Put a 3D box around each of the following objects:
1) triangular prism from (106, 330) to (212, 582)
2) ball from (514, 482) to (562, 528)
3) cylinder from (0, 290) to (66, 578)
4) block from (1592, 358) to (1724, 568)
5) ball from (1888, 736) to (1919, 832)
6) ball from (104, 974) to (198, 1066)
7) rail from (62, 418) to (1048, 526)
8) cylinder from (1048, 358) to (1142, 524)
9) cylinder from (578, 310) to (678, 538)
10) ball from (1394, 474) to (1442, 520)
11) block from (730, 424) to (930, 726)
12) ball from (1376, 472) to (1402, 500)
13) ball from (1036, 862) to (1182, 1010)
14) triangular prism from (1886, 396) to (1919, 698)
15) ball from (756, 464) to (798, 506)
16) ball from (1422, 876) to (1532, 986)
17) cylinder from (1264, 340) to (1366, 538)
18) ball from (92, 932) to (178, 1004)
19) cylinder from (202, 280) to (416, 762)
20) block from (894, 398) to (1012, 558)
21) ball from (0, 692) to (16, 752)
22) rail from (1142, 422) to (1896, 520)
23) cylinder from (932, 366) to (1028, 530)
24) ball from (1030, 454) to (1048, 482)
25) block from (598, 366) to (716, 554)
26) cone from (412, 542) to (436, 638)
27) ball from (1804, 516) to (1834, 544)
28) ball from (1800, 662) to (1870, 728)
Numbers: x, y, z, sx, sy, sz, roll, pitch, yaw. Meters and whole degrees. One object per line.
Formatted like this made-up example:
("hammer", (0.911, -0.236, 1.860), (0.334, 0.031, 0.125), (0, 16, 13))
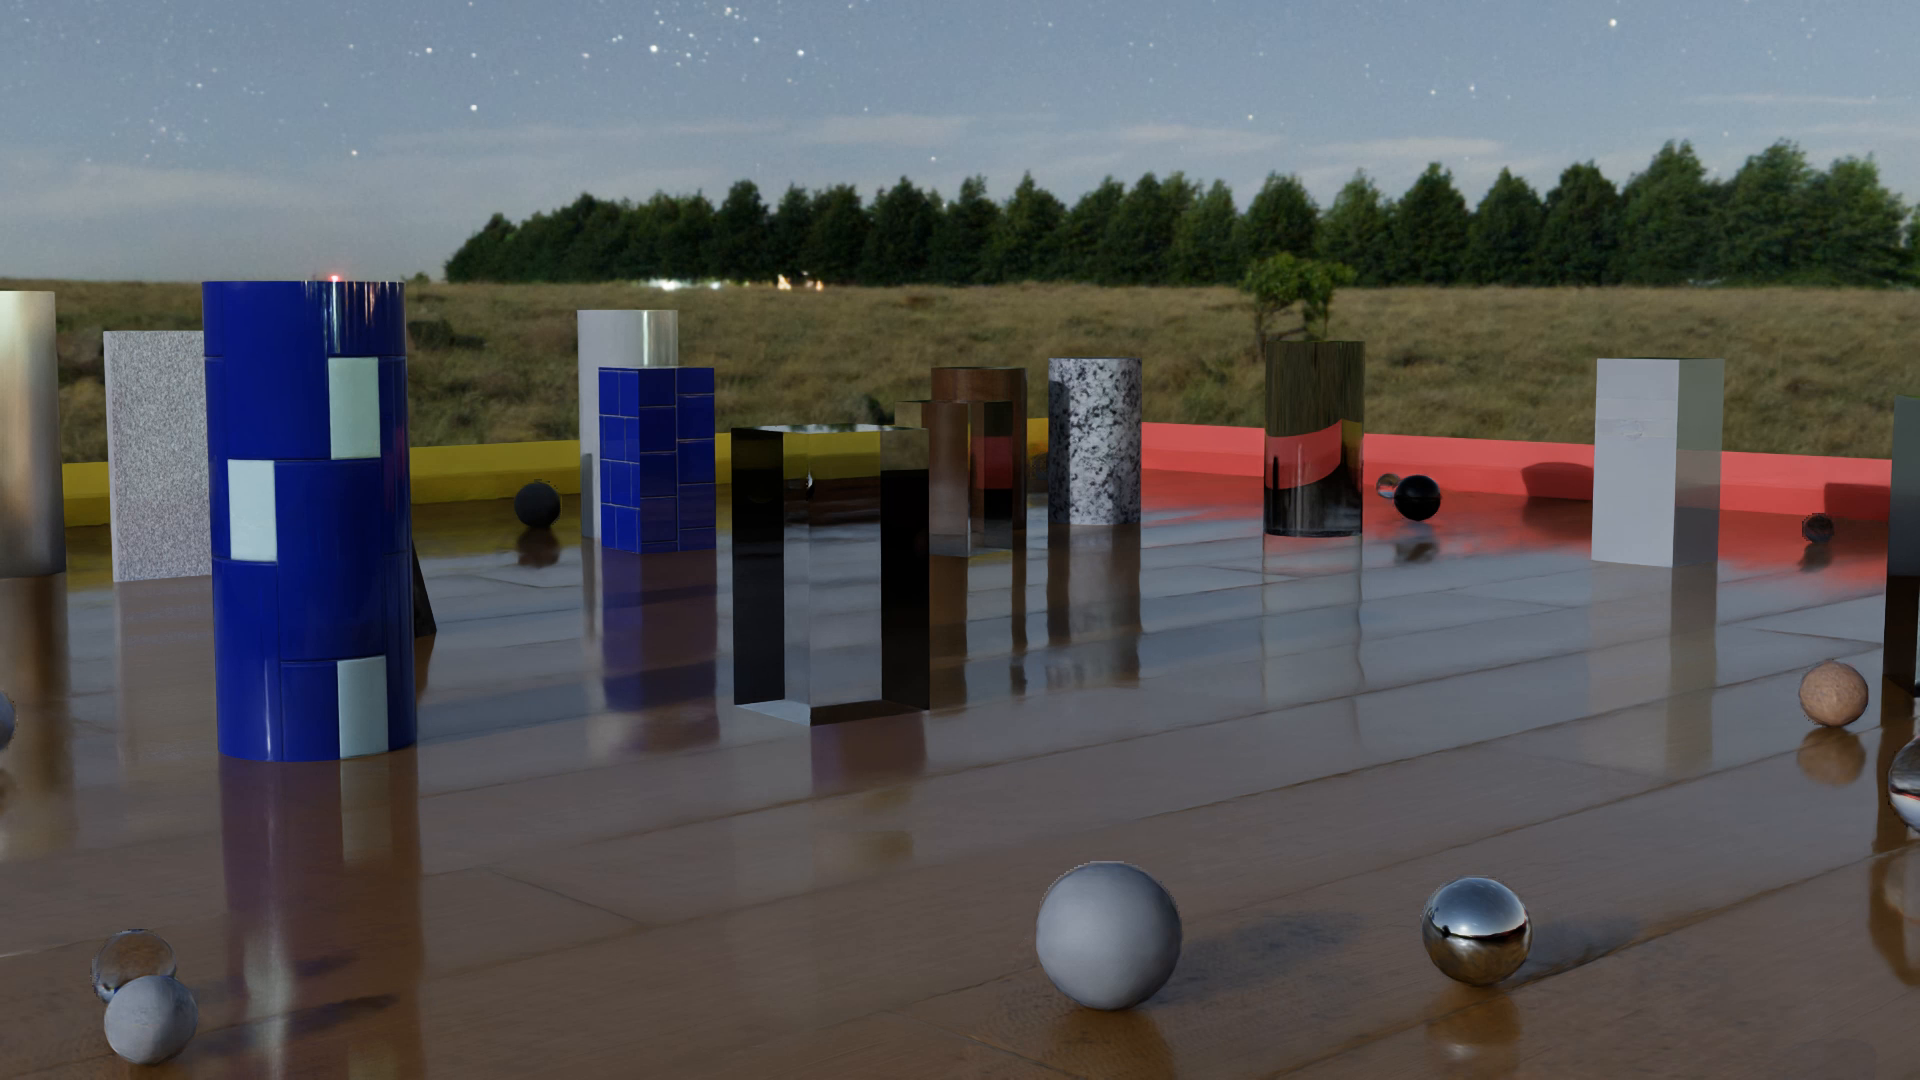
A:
("triangular prism", (-1.373, -0.147, 3.713), (0.171, 0.410, 0.148), (-5, 8, -40))
("ball", (-0.867, -0.072, 4.517), (0.094, 0.094, 0.094), (0, 6, 0))
("cylinder", (-1.633, -0.182, 3.732), (0.198, 0.476, 0.198), (0, 6, 0))
("block", (1.242, -0.143, 3.914), (0.158, 0.360, 0.158), (-6, 8, -43))
("ball", (0.832, 0.207, 1.854), (0.092, 0.092, 0.092), (0, 6, 0))
("ball", (-0.479, 0.284, 1.303), (0.053, 0.053, 0.053), (0, 6, 0))
("rail", (-1.439, -0.128, 4.883), (4.704, 0.128, 0.045), (-5, 8, -42))
("cylinder", (0.286, -0.214, 4.670), (0.198, 0.344, 0.198), (0, 6, 0))
("cylinder", (-0.659, -0.234, 4.379), (0.198, 0.446, 0.198), (0, 6, 0))
("ball", (0.972, -0.090, 4.672), (0.099, 0.099, 0.099), (0, 6, 0))
("block", (-0.145, 0.032, 2.455), (0.158, 0.315, 0.158), (-4, 7, -37))
("ball", (1.017, -0.128, 5.207), (0.062, 0.062, 0.062), (0, 6, 0))
("ball", (0.095, 0.253, 1.405), (0.093, 0.093, 0.093), (0, 6, 0))
("triangular prism", (1.161, 0.002, 2.614), (0.171, 0.342, 0.148), (-2, 6, -19))
("ball", (-0.415, -0.123, 5.004), (0.095, 0.095, 0.095), (0, 6, 0))
("ball", (0.342, 0.259, 1.456), (0.071, 0.071, 0.071), (0, 6, 0))
("cylinder", (0.709, -0.205, 4.404), (0.198, 0.383, 0.198), (0, 6, 0))
("ball", (-0.525, 0.275, 1.401), (0.051, 0.051, 0.051), (0, 6, 0))
("cylinder", (-0.664, -0.026, 2.250), (0.198, 0.473, 0.198), (0, 6, 0))
("block", (-0.011, -0.118, 4.077), (0.158, 0.278, 0.158), (4, 7, 32))
("ball", (-0.976, 0.180, 2.173), (0.080, 0.080, 0.080), (0, 6, 0))
("rail", (1.711, -0.130, 4.902), (0.045, 0.128, 4.290), (-5, 8, -42))
("cylinder", (0.039, -0.190, 4.526), (0.198, 0.327, 0.198), (0, 6, 0))
("ball", (0.218, -0.189, 5.741), (0.073, 0.073, 0.073), (0, 6, 0))
("block", (-0.568, -0.154, 4.126), (0.158, 0.339, 0.158), (-4, 7, -36))
("cone", (-0.827, -0.082, 3.029), (0.198, 0.423, 0.198), (0, 6, 0))
("ball", (1.646, -0.020, 4.212), (0.054, 0.054, 0.054), (0, 6, 0))
("ball", (0.937, 0.166, 2.357), (0.070, 0.070, 0.070), (0, 6, 0))
